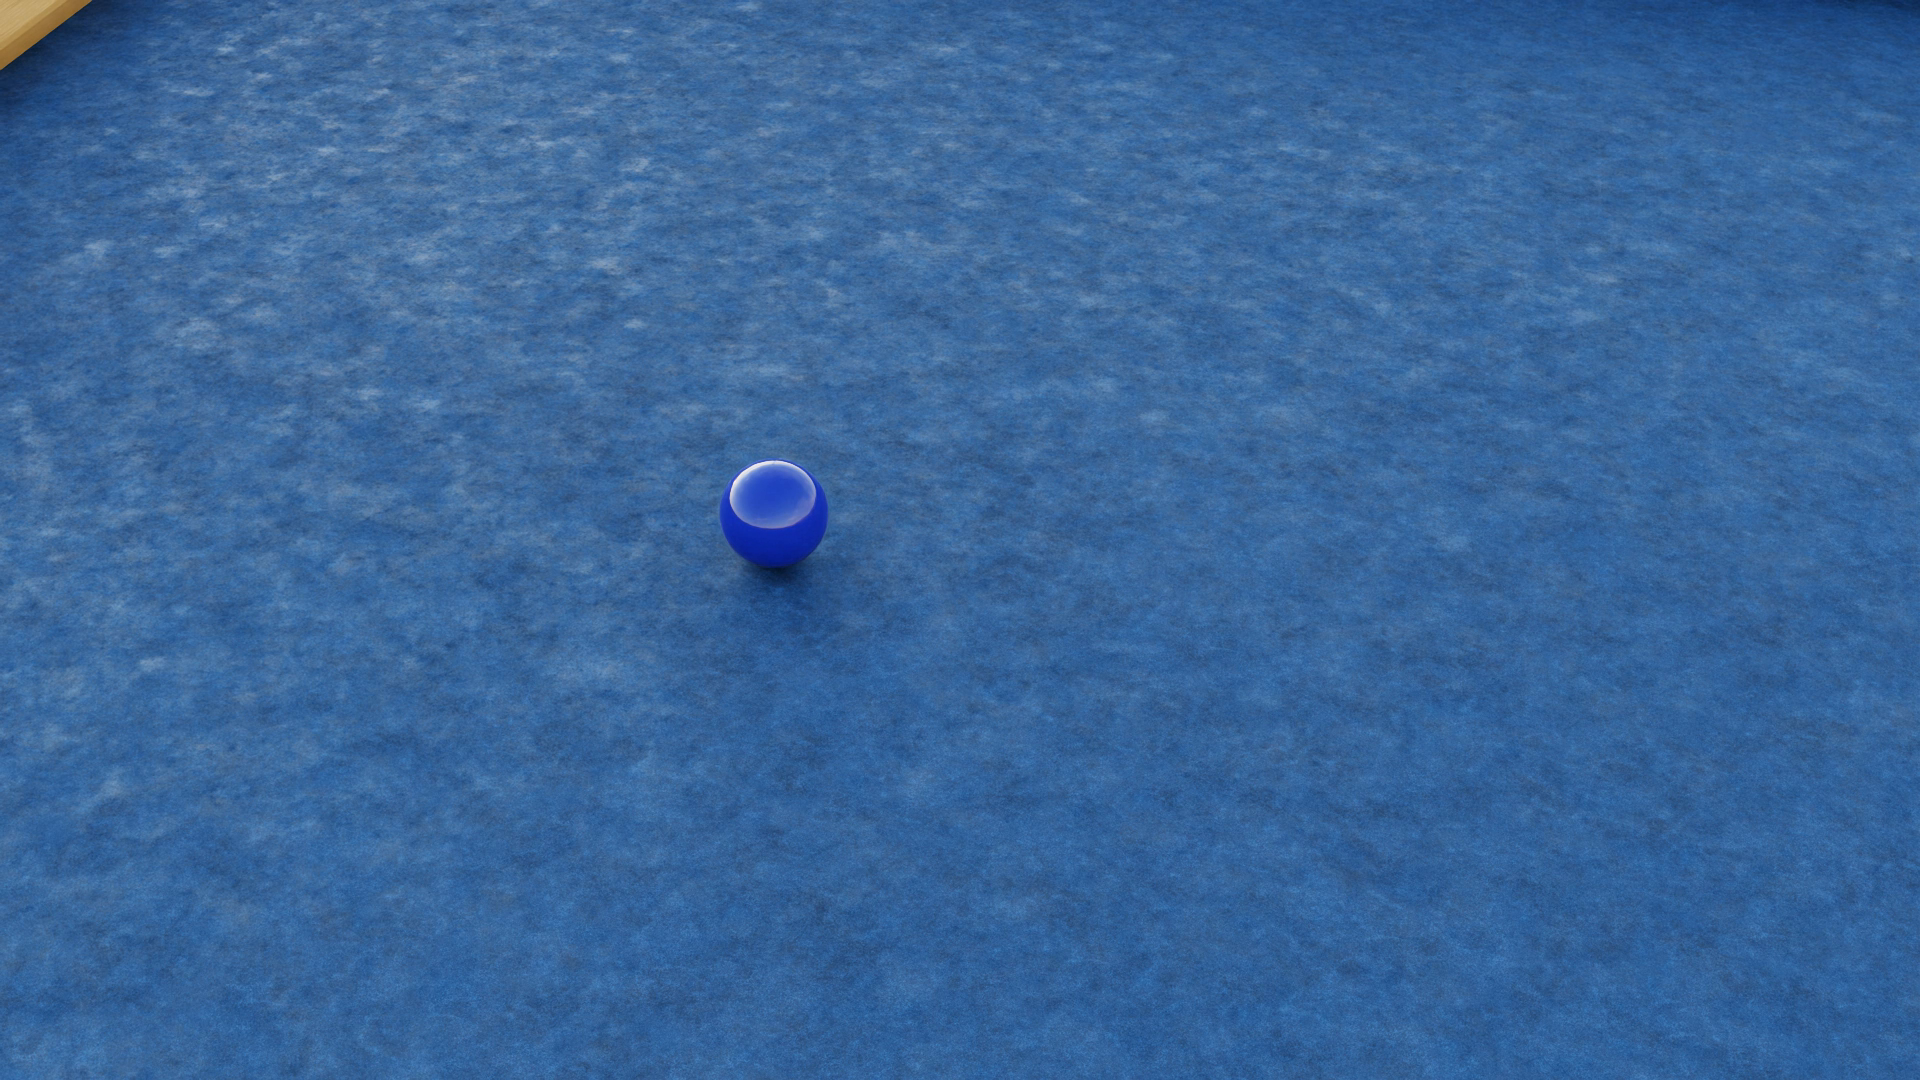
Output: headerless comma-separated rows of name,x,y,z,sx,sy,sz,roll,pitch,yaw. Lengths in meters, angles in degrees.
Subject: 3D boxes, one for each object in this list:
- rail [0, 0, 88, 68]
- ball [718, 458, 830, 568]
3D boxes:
rail,-1.066,-0.161,1.994,0.045,0.102,2.533,8,36,11
ball,-0.131,-0.019,1.811,0.078,0.078,0.078,0,35,0
